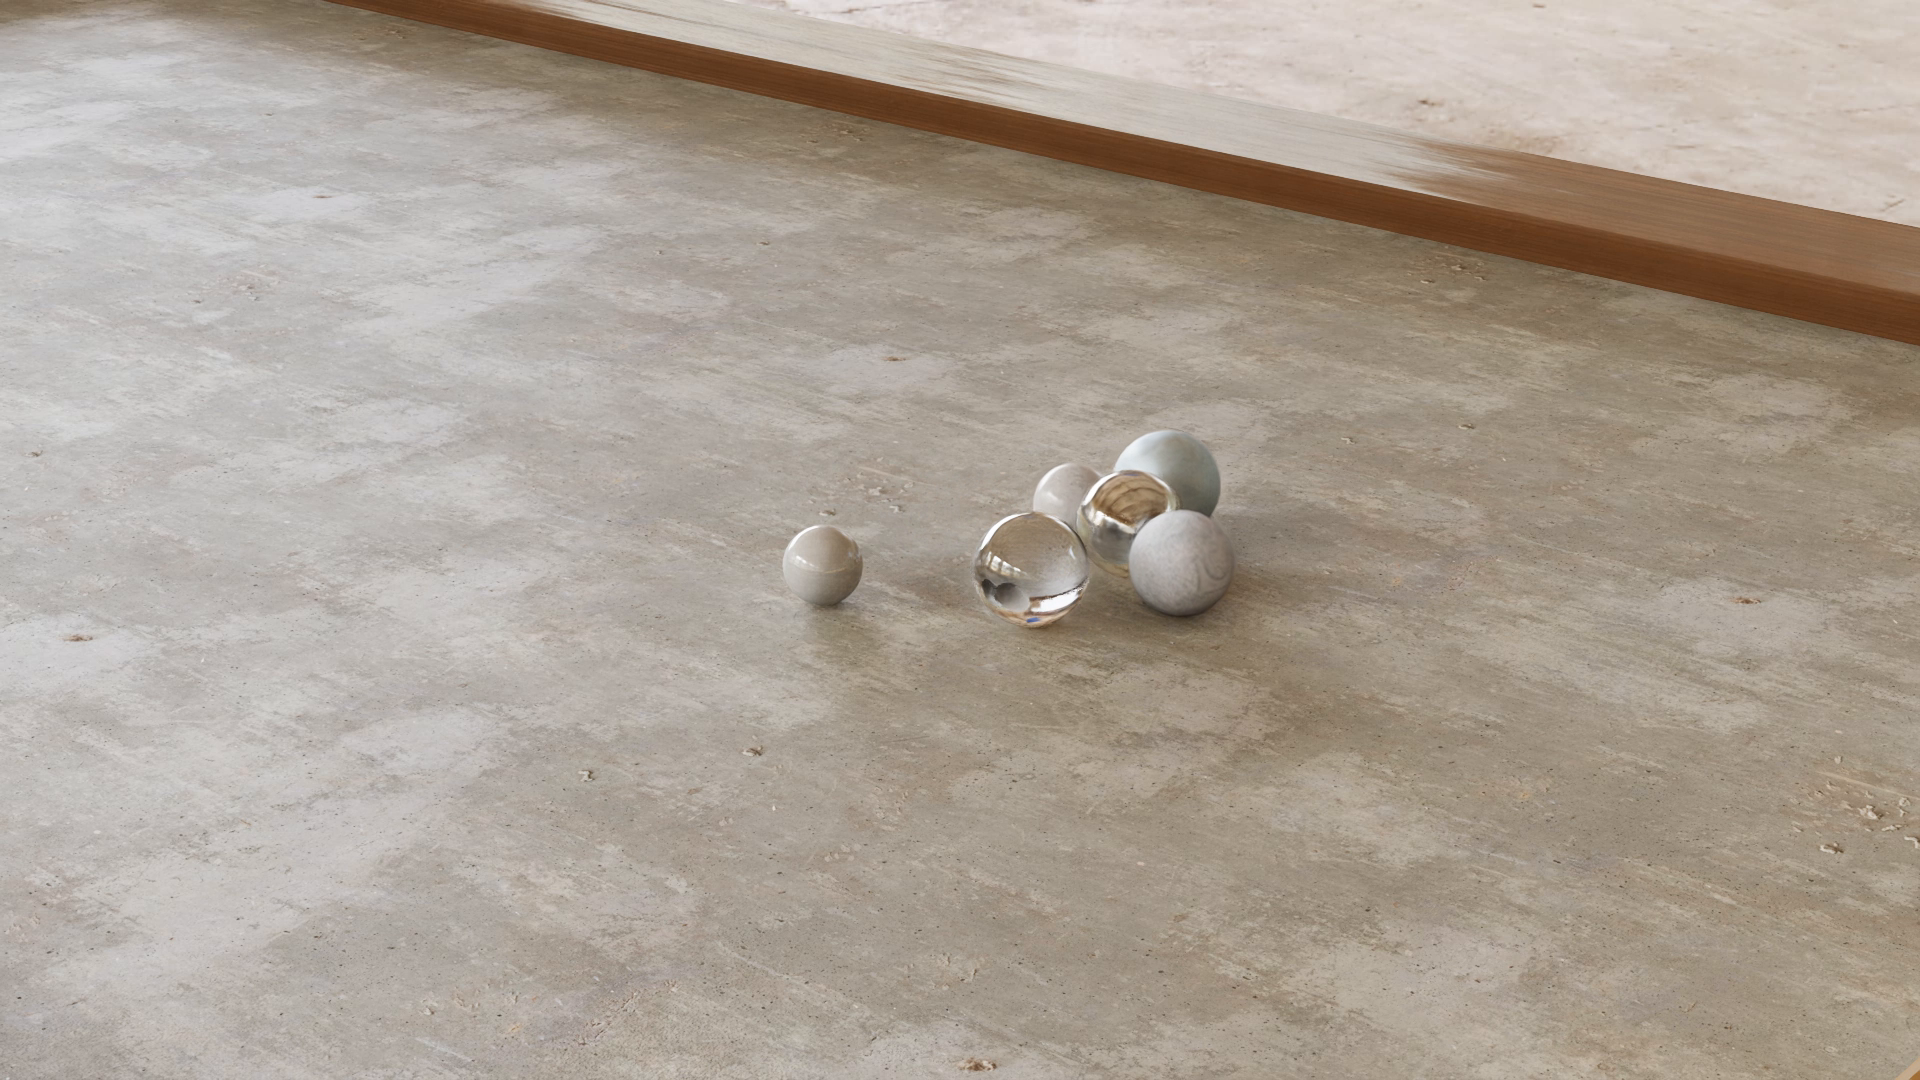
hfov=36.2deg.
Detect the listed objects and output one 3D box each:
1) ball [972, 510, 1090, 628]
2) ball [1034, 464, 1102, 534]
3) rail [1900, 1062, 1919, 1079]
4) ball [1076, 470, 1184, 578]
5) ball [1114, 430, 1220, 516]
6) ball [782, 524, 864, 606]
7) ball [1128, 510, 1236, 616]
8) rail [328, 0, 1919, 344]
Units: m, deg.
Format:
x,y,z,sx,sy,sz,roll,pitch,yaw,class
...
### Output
x,y,z,sx,sy,sz,roll,pitch,yaw,class
0.059,0.024,2.466,0.098,0.098,0.098,0,22,0,ball
0.102,-0.033,2.645,0.072,0.072,0.072,0,22,0,ball
0.764,0.233,1.898,0.045,0.127,2.412,18,28,38,rail
0.149,-0.014,2.568,0.095,0.095,0.095,0,22,0,ball
0.186,-0.049,2.652,0.098,0.098,0.098,0,22,0,ball
-0.117,0.021,2.513,0.069,0.069,0.069,0,22,0,ball
0.188,0.019,2.491,0.090,0.090,0.090,0,22,0,ball
0.005,-0.602,3.999,4.189,0.127,0.045,18,28,38,rail
